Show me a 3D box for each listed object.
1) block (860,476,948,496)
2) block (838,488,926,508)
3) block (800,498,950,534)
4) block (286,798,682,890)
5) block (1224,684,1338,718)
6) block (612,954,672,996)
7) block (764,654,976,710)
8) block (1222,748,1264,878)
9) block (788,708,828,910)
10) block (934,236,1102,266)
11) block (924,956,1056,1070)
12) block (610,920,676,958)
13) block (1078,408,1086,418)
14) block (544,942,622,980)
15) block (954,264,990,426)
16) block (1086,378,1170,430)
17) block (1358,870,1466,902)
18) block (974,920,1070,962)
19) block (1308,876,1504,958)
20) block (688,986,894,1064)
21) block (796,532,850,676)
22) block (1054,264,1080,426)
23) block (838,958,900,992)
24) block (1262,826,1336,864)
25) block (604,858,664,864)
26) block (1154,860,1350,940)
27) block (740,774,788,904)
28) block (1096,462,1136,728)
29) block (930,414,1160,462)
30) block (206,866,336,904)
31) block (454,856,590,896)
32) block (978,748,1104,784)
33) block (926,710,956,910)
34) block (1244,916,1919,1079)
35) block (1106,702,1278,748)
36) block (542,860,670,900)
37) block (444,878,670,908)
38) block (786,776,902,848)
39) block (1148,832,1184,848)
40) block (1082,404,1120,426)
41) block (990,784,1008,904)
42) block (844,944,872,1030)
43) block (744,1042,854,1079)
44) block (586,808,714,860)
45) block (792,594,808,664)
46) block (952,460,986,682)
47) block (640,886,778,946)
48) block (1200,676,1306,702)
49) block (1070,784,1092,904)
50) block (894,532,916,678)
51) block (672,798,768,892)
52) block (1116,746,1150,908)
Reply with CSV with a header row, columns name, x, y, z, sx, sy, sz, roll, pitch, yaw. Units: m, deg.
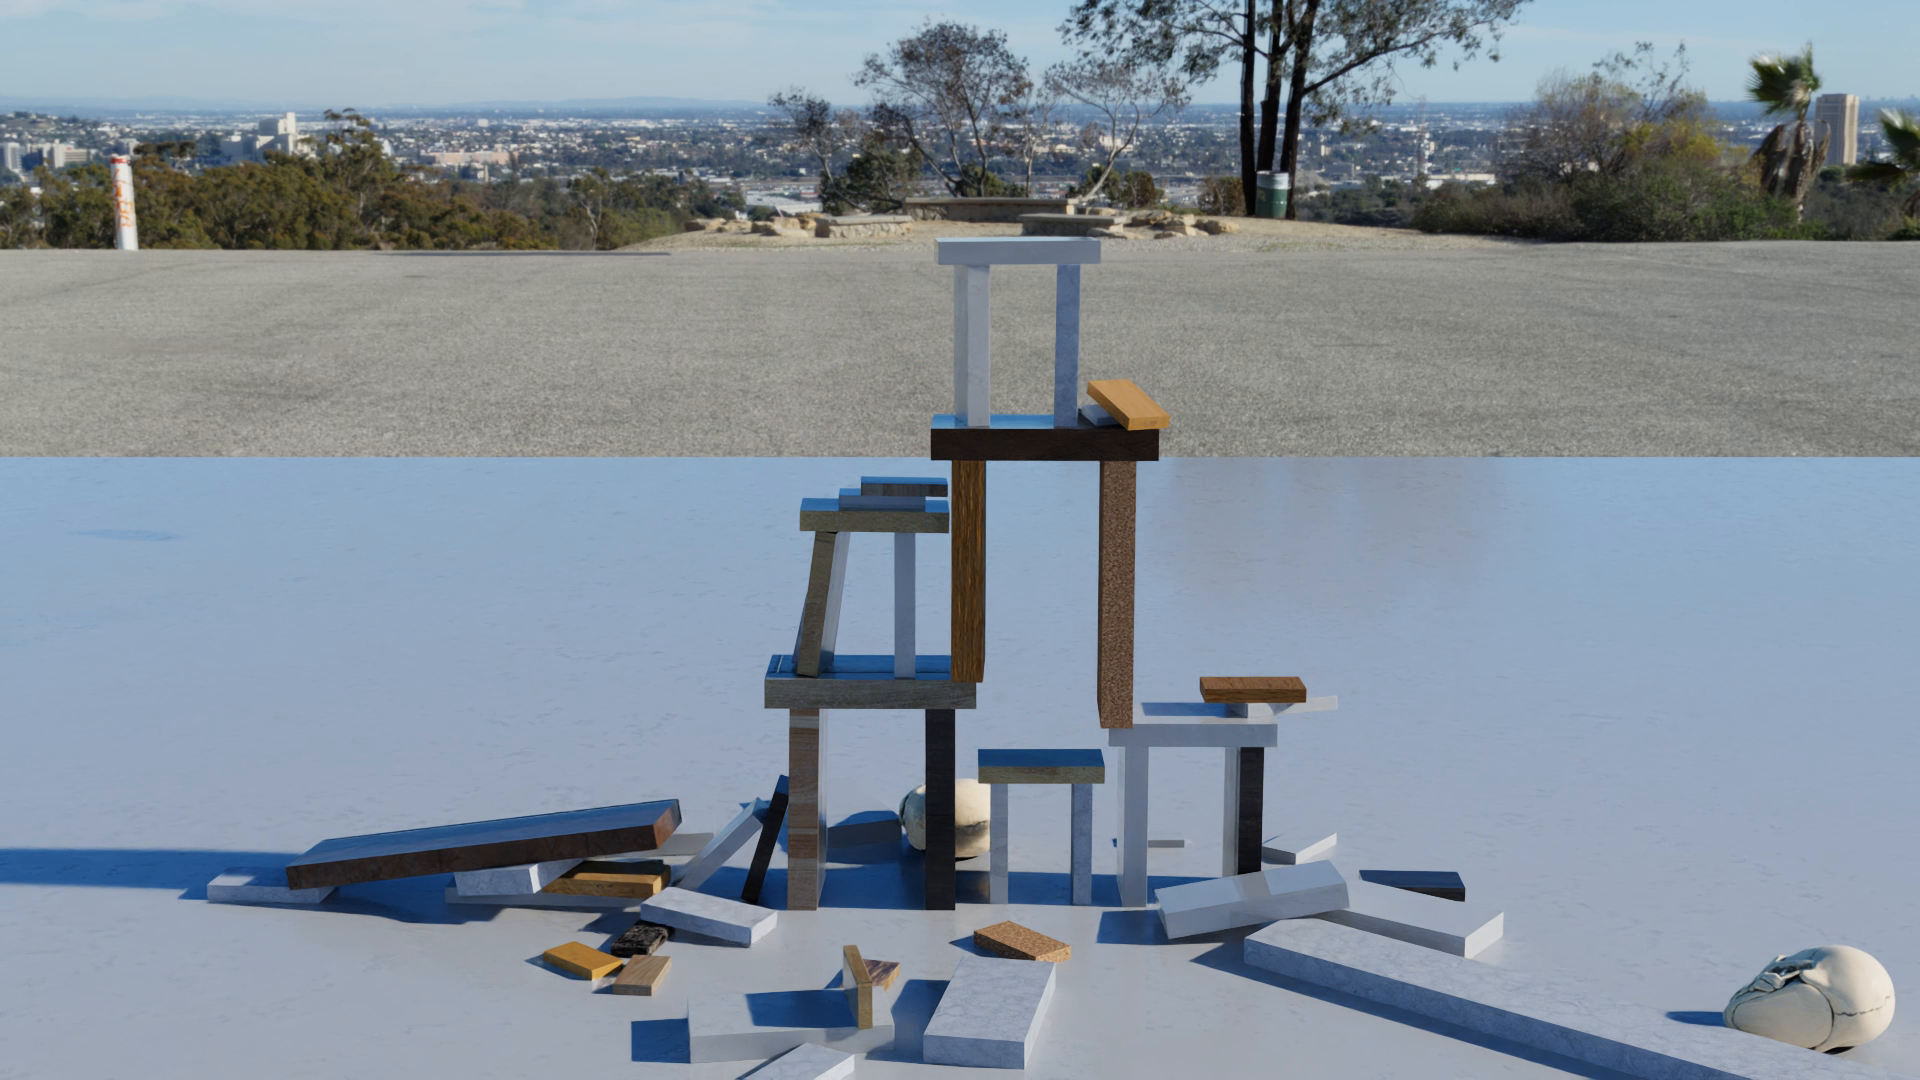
name,x,y,z,sx,sy,sz,roll,pitch,yaw
block,-0.090,-0.086,3.542,0.139,0.020,0.069,1,11,-3
block,-0.125,-0.067,3.545,0.139,0.020,0.069,1,11,-2
block,-0.137,-0.040,3.540,0.237,0.034,0.118,1,11,-2
block,-0.781,0.500,3.614,0.633,0.041,0.144,-8,9,10
block,0.531,0.267,3.641,0.165,0.023,0.082,-4,11,-20
block,-0.475,0.651,3.293,0.058,0.017,0.117,1,11,7
block,-0.144,0.232,3.605,0.339,0.048,0.170,0,11,-1
block,0.469,0.455,3.651,0.039,0.273,0.136,-1,11,-3
block,-0.251,0.422,3.641,0.048,0.339,0.170,2,11,1
block,0.089,-0.457,3.471,0.253,0.036,0.126,-1,11,-4
block,0.046,0.669,3.133,0.140,0.040,0.296,2,11,10
block,-0.495,0.624,3.440,0.059,0.017,0.119,3,11,13
block,0.232,-0.202,3.547,0.049,0.014,0.098,-5,12,-24
block,-0.574,0.641,3.350,0.117,0.017,0.059,9,14,41
block,0.018,-0.314,3.497,0.036,0.253,0.126,-2,11,-9
block,0.266,-0.215,3.479,0.072,0.021,0.145,-5,29,-24
block,0.754,0.577,3.673,0.165,0.023,0.082,1,11,3
block,0.096,0.628,3.411,0.072,0.021,0.145,-9,14,-39
block,0.699,0.601,3.499,0.288,0.041,0.144,8,13,36
block,-0.239,0.678,3.084,0.280,0.040,0.140,-2,11,-8
block,-0.219,0.092,3.569,0.034,0.237,0.118,10,12,8
block,0.170,-0.314,3.494,0.036,0.253,0.126,1,11,2
block,-0.134,0.655,3.273,0.058,0.017,0.117,3,11,15
block,0.598,0.539,3.888,0.072,0.021,0.145,8,13,37
block,-0.561,0.553,3.734,0.059,0.017,0.119,-1,-5,25
block,0.462,0.571,3.501,0.288,0.041,0.144,-10,6,0
block,-0.318,0.495,3.651,0.027,0.194,0.097,18,10,-2
block,0.253,0.073,3.565,0.050,0.432,0.178,0,11,1
block,0.134,-0.165,3.522,0.356,0.050,0.178,0,11,1
block,-1.146,0.575,3.674,0.189,0.027,0.095,1,11,4
block,-0.697,0.521,3.658,0.144,0.041,0.287,-6,9,22
block,0.133,0.373,3.628,0.206,0.029,0.103,0,11,0
block,-0.032,0.422,3.642,0.048,0.339,0.170,0,11,0
block,0.874,0.678,3.081,1.037,0.041,0.144,9,14,40
block,0.377,0.303,3.616,0.273,0.039,0.136,0,11,1
block,-0.582,0.558,3.622,0.189,0.027,0.095,2,11,10
block,-0.668,0.578,3.658,0.355,0.027,0.095,1,11,4
block,-0.221,0.500,4.047,0.140,0.040,0.280,-4,11,-21
block,0.349,0.535,3.927,0.098,0.014,0.049,0,11,0
block,0.247,-0.201,3.485,0.098,0.014,0.049,-7,30,-27
block,0.064,0.489,3.650,0.029,0.206,0.103,0,11,0
block,-0.143,0.624,3.076,0.020,0.069,0.139,-2,11,-11
block,-0.290,0.736,2.819,0.080,0.023,0.426,6,12,31
block,-0.583,0.524,3.915,0.287,0.041,0.144,-1,11,-7
block,-0.251,0.142,3.627,0.017,0.119,0.059,15,13,7
block,0.015,0.036,3.558,0.050,0.356,0.178,1,11,2
block,-0.399,0.597,3.497,0.193,0.027,0.097,9,10,18
block,0.482,0.246,3.622,0.165,0.023,0.082,0,11,0
block,0.201,0.489,3.650,0.029,0.206,0.103,0,11,0
block,-0.089,0.094,3.571,0.034,0.237,0.118,0,11,-1
block,-0.399,0.514,3.653,0.194,0.027,0.097,-44,7,8
block,0.286,0.456,3.646,0.039,0.273,0.136,0,11,-1
